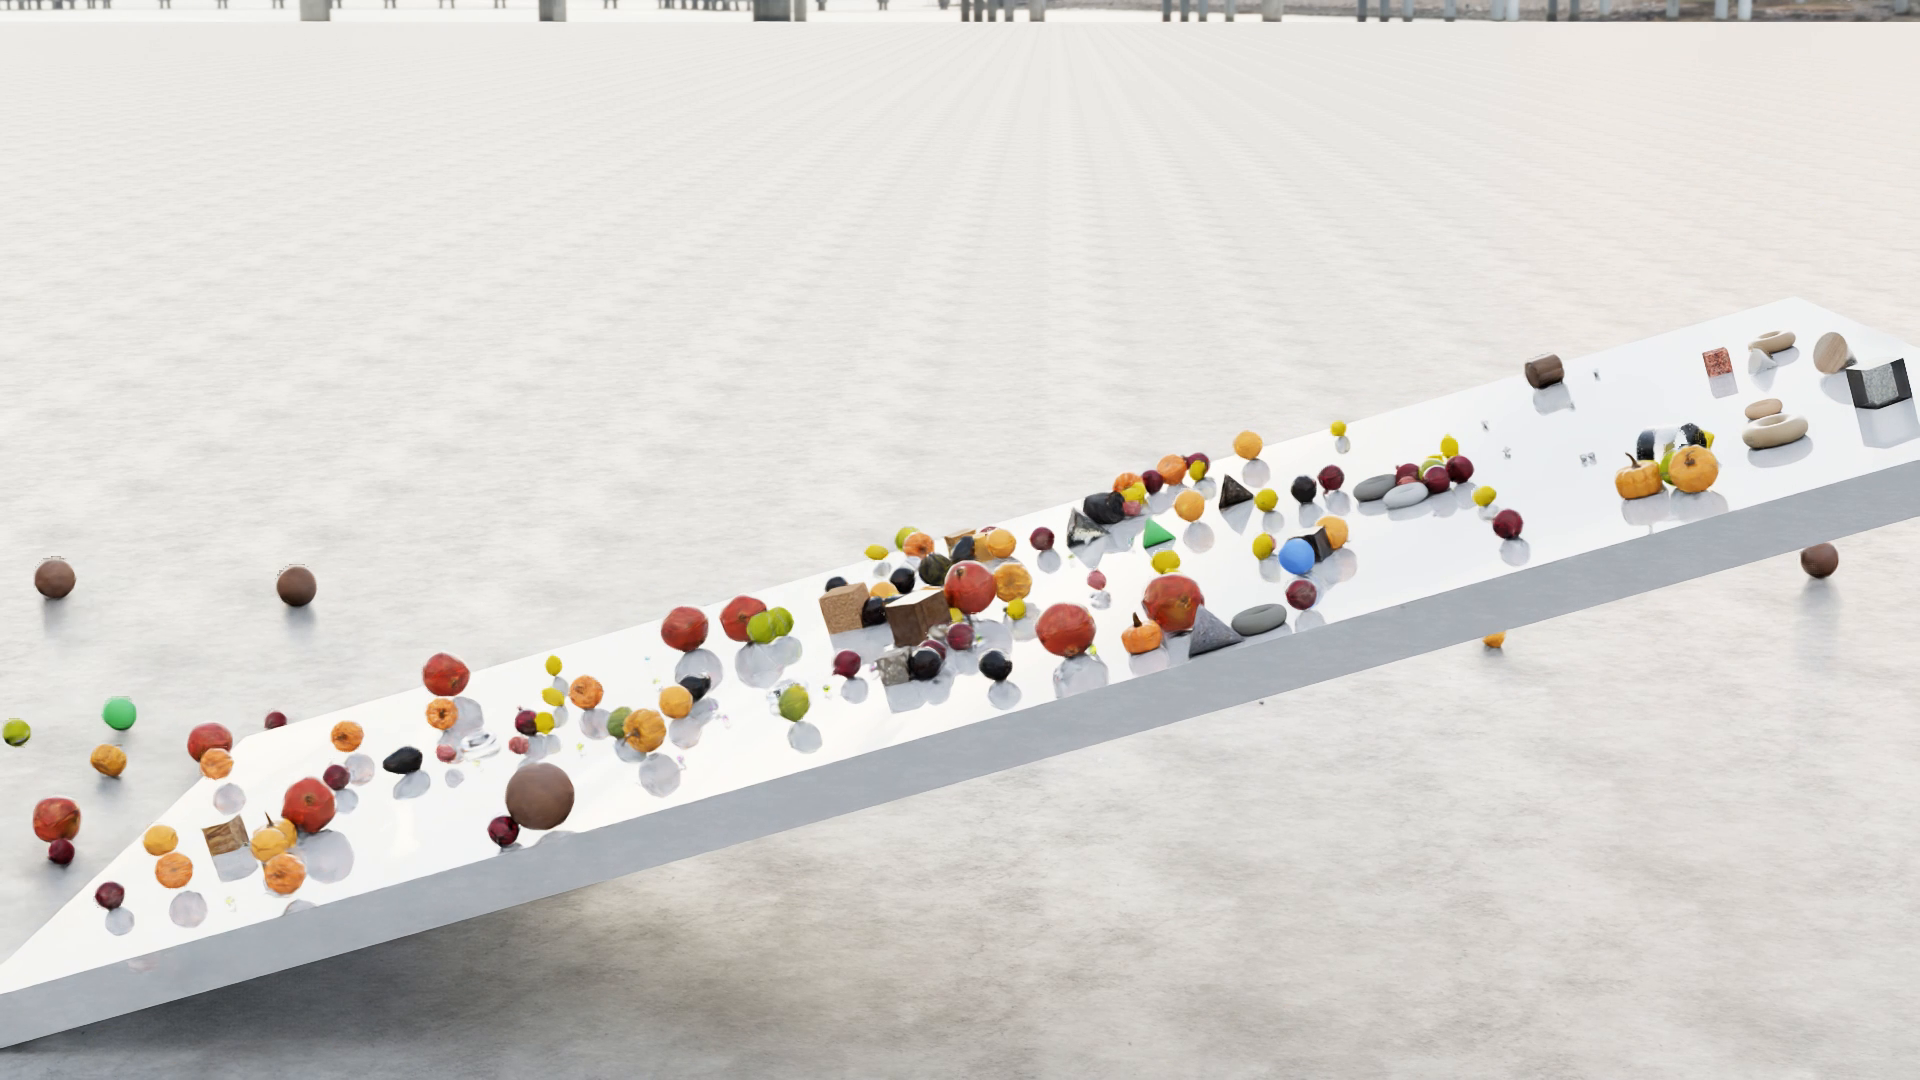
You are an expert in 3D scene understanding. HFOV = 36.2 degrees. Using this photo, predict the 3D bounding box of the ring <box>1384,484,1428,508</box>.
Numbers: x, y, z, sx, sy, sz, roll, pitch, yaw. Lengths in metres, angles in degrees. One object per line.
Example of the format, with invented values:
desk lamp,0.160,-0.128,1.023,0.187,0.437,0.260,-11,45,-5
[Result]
ring,0.923,-0.092,6.093,0.094,0.031,0.094,-18,13,4

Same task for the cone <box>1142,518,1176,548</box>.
cone,0.442,-0.011,6.447,0.070,0.070,0.070,10,10,-4

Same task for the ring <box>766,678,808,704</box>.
ring,-0.353,0.308,6.003,0.092,0.031,0.092,-17,11,3

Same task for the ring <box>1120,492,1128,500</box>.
ring,0.346,-0.084,7.002,0.110,0.037,0.110,-17,8,3

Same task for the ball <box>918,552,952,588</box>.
ball,-0.056,0.068,6.701,0.078,0.078,0.078,0,11,0

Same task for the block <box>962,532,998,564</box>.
block,0.047,0.019,6.860,0.058,0.058,0.058,-19,10,-12

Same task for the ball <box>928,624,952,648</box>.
ball,-0.042,0.197,6.043,0.050,0.050,0.050,0,11,0

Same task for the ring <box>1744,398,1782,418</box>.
ring,1.616,-0.264,5.915,0.077,0.026,0.077,-18,10,3

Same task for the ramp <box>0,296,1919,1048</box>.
ramp,0.090,0.187,6.320,4.000,0.100,2.000,-16,10,5

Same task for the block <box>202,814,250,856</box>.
block,-1.539,0.617,6.163,0.062,0.062,0.062,-14,10,13

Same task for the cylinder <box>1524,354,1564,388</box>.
cylinder,1.378,-0.398,6.936,0.067,0.067,0.067,-19,15,-13

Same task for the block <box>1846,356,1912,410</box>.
block,1.782,-0.305,5.704,0.080,0.080,0.080,-19,10,-13

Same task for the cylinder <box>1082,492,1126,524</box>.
cylinder,0.336,-0.074,6.850,0.073,0.073,0.073,-7,3,45

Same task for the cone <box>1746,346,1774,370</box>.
cone,1.743,-0.381,6.353,0.059,0.059,0.059,28,-4,-28

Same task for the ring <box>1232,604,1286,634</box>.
ring,0.548,0.145,5.391,0.106,0.035,0.106,-17,8,2

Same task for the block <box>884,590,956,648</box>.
block,-0.084,0.164,6.174,0.091,0.091,0.091,-6,14,46

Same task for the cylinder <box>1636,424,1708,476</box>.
cylinder,1.362,-0.174,5.631,0.095,0.095,0.095,-8,3,-37

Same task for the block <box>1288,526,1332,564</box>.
block,0.693,0.012,5.823,0.059,0.059,0.059,-11,11,32

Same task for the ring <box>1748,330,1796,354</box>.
ring,1.807,-0.440,6.547,0.107,0.036,0.107,-18,9,3

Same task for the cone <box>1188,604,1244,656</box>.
cone,0.472,0.172,5.339,0.099,0.099,0.099,13,11,2

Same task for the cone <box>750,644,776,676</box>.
cone,-0.434,0.252,6.353,0.063,0.063,0.063,-16,10,3

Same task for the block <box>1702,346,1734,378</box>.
block,1.666,-0.391,6.468,0.050,0.050,0.050,-15,10,8

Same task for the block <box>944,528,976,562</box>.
block,0.008,0.012,6.960,0.061,0.061,0.061,-20,10,-19

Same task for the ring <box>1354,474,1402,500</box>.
ring,0.887,-0.111,6.254,0.106,0.035,0.106,-18,10,3

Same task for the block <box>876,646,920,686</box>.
block,-0.125,0.252,5.853,0.058,0.058,0.058,-13,11,22

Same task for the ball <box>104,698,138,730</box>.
ball,-2.256,0.467,7.902,0.089,0.089,0.089,0,11,0

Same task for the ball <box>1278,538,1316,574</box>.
ball,0.657,0.033,5.732,0.071,0.071,0.071,0,11,0

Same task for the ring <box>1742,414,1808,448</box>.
ring,1.566,-0.210,5.652,0.126,0.042,0.126,-16,11,3

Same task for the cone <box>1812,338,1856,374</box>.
cone,1.847,-0.383,6.148,0.089,0.089,0.089,-7,13,-36

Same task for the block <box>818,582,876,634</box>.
block,-0.251,0.151,6.543,0.085,0.085,0.085,-13,11,22

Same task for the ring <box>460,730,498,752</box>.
ring,-1.055,0.439,6.450,0.083,0.028,0.083,-16,11,3

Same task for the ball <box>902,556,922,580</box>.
ball,-0.110,0.065,6.868,0.056,0.056,0.056,0,11,0
